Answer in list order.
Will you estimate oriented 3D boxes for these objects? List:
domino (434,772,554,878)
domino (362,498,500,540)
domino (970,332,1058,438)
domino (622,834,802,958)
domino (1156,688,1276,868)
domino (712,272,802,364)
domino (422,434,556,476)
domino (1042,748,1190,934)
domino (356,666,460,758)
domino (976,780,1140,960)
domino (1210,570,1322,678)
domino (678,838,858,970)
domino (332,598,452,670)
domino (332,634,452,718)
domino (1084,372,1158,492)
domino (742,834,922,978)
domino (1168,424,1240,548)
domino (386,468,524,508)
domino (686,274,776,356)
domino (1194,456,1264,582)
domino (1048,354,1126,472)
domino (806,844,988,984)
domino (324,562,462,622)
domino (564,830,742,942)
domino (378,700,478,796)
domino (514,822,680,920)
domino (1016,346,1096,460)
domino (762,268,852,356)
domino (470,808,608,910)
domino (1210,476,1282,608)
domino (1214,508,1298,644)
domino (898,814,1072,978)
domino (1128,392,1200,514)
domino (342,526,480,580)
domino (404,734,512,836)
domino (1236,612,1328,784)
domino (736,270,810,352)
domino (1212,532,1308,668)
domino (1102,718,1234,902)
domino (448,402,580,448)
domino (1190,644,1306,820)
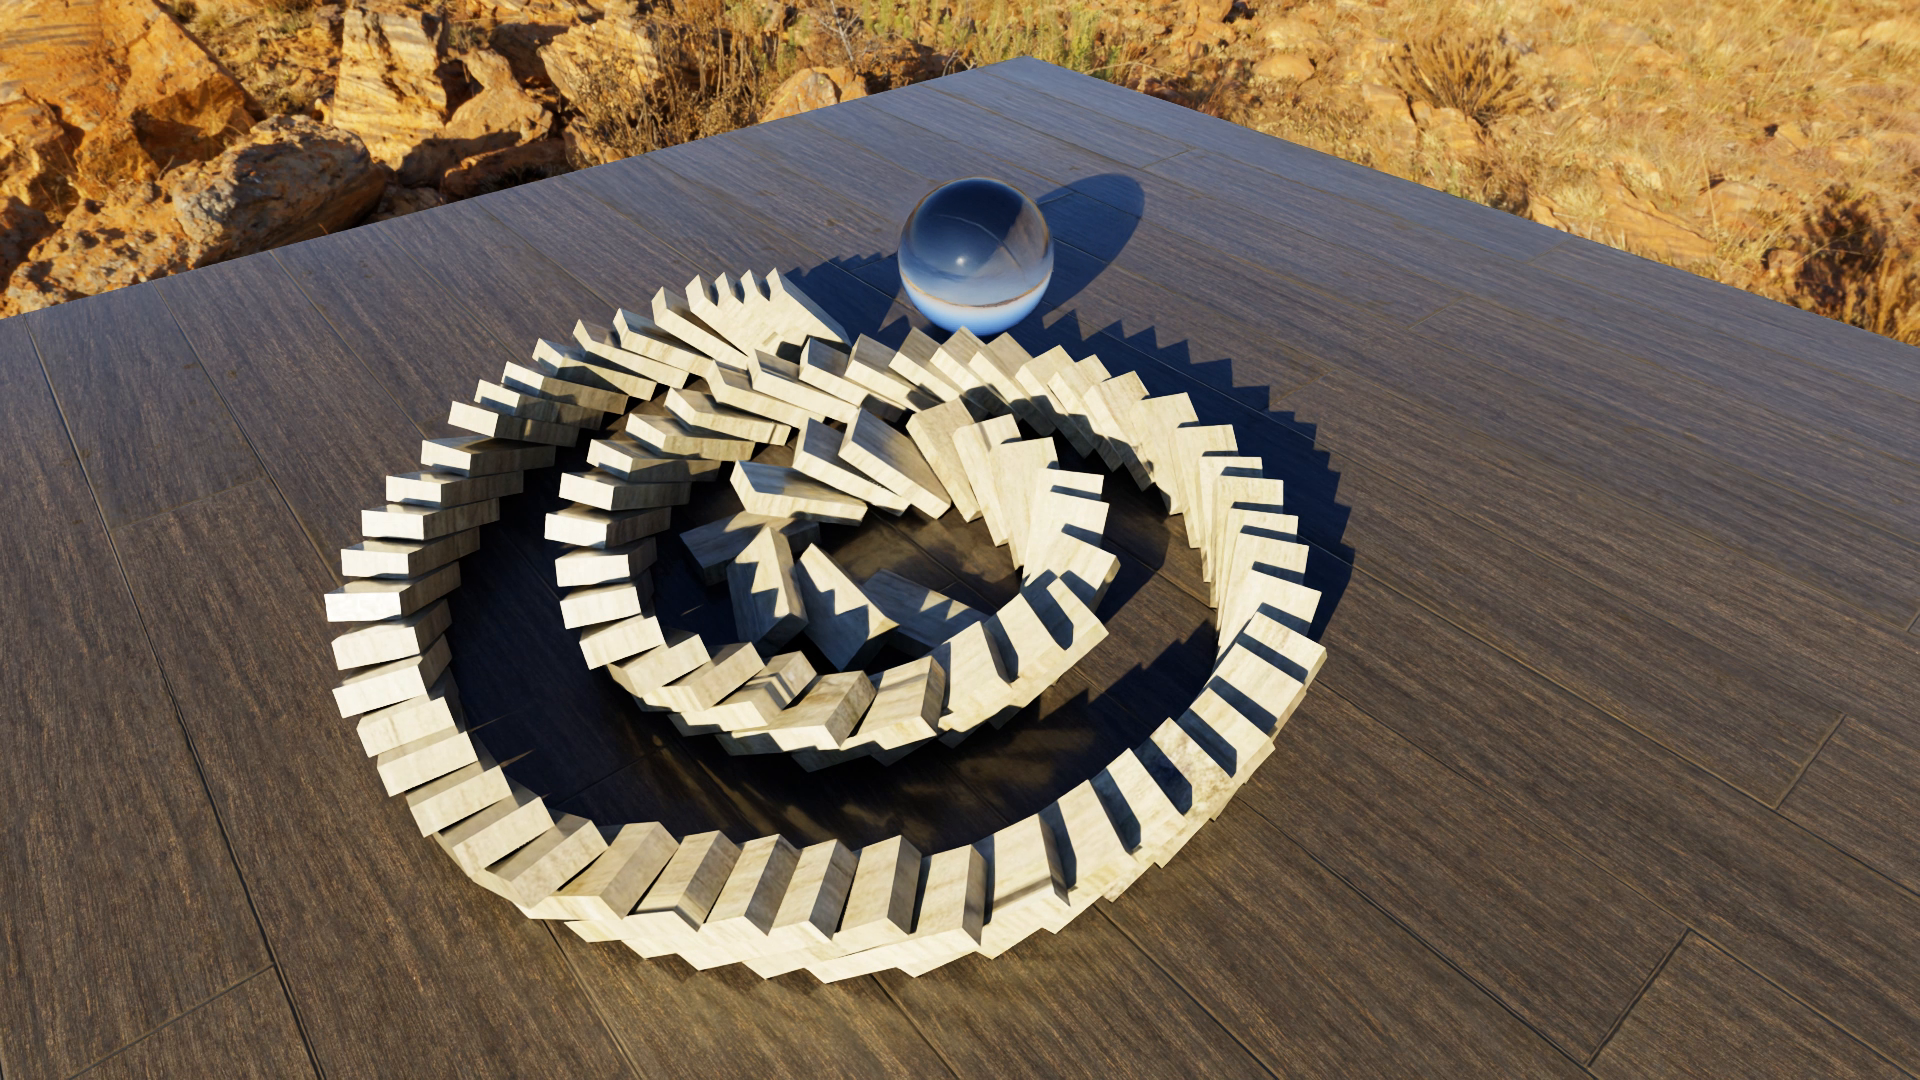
[{"bbox_3d":[-0.139,0.082,0.323,0.025,0.010,0.050,-30,15,-32],"label":"domino"},{"bbox_3d":[-0.209,-0.010,0.437,0.025,0.009,0.050,5,11,9],"label":"domino"},{"bbox_3d":[0.030,-0.072,0.511,0.050,0.010,0.025,45,46,3],"label":"domino"},{"bbox_3d":[-0.068,0.098,0.302,0.050,0.010,0.025,-22,30,32],"label":"domino"},{"bbox_3d":[0.069,0.072,0.337,0.050,0.010,0.025,-45,51,-5],"label":"domino"},{"bbox_3d":[-0.101,-0.110,0.550,0.009,0.050,0.025,-41,40,14],"label":"domino"},{"bbox_3d":[-0.201,-0.037,0.471,0.025,0.009,0.050,15,14,18],"label":"domino"},{"bbox_3d":[0.038,0.087,0.317,0.050,0.009,0.025,-41,46,4],"label":"domino"},{"bbox_3d":[-0.178,0.055,0.357,0.025,0.009,0.050,-21,13,-20],"label":"domino"},{"bbox_3d":[0.023,0.093,0.310,0.050,0.009,0.025,-36,43,8],"label":"domino"},{"bbox_3d":[0.103,0.038,0.376,0.025,0.010,0.050,19,76,20],"label":"domino"},{"bbox_3d":[-0.053,0.100,0.300,0.050,0.009,0.025,-23,29,30],"label":"domino"},{"bbox_3d":[-0.197,0.032,0.385,0.025,0.010,0.050,-11,10,-12],"label":"domino"},{"bbox_3d":[-0.189,0.044,0.369,0.025,0.010,0.050,-16,11,-14],"label":"domino"},{"bbox_3d":[0.078,-0.048,0.482,0.025,0.010,0.050,-23,76,-29],"label":"domino"},{"bbox_3d":[-0.035,0.100,0.300,0.050,0.009,0.025,-25,32,25],"label":"domino"},{"bbox_3d":[0.104,-0.022,0.453,0.025,0.009,0.050,-4,68,-6],"label":"domino"},{"bbox_3d":[-0.207,-0.023,0.453,0.025,0.010,0.050,8,12,14],"label":"domino"},{"bbox_3d":[-0.113,-0.108,0.548,0.009,0.050,0.025,-41,40,14],"label":"domino"},{"bbox_3d":[0.108,-0.008,0.436,0.025,0.010,0.050,0,67,0],"label":"domino"},{"bbox_3d":[0.064,-0.057,0.492,0.025,0.010,0.050,-29,79,-33],"label":"domino"},{"bbox_3d":[-0.017,0.102,0.300,0.050,0.010,0.025,-22,33,23],"label":"domino"},{"bbox_3d":[-0.207,0.018,0.404,0.025,0.009,0.050,-1,11,-2],"label":"domino"},{"bbox_3d":[-0.085,0.096,0.304,0.050,0.009,0.025,-19,30,36],"label":"domino"},{"bbox_3d":[-0.167,0.064,0.345,0.025,0.009,0.050,-22,13,-23],"label":"domino"},{"bbox_3d":[-0.103,0.093,0.308,0.050,0.009,0.025,-16,27,40],"label":"domino"},{"bbox_3d":[0.051,-0.063,0.502,0.025,0.010,0.050,-33,79,-33],"label":"domino"},{"bbox_3d":[-0.076,-0.113,0.553,0.009,0.050,0.025,-41,40,14],"label":"domino"},{"bbox_3d":[-0.123,0.089,0.314,0.025,0.009,0.050,-38,19,-36],"label":"domino"},{"bbox_3d":[0.110,0.001,0.421,0.025,0.009,0.050,5,73,2],"label":"domino"},{"bbox_3d":[0.109,0.015,0.405,0.025,0.009,0.050,7,73,9],"label":"domino"},{"bbox_3d":[0.004,0.098,0.303,0.050,0.009,0.025,-29,39,15],"label":"domino"},{"bbox_3d":[0.093,-0.037,0.469,0.025,0.009,0.050,-12,70,-18],"label":"domino"},{"bbox_3d":[-0.209,0.004,0.422,0.025,0.010,0.050,4,13,5],"label":"domino"},{"bbox_3d":[-0.155,0.073,0.335,0.025,0.010,0.050,-25,15,-28],"label":"domino"},{"bbox_3d":[0.096,0.051,0.361,0.025,0.009,0.050,30,80,31],"label":"domino"},{"bbox_3d":[-0.089,-0.111,0.552,0.009,0.050,0.025,-41,40,14],"label":"domino"},{"bbox_3d":[0.107,0.025,0.392,0.025,0.009,0.050,11,75,10],"label":"domino"},{"bbox_3d":[0.054,0.080,0.327,0.050,0.009,0.025,-44,49,-1],"label":"domino"},{"bbox_3d":[-0.194,-0.050,0.482,0.025,0.009,0.050,16,5,20],"label":"domino"},{"bbox_3d":[0.084,0.061,0.350,0.025,0.010,0.050,34,82,33],"label":"domino"}]
